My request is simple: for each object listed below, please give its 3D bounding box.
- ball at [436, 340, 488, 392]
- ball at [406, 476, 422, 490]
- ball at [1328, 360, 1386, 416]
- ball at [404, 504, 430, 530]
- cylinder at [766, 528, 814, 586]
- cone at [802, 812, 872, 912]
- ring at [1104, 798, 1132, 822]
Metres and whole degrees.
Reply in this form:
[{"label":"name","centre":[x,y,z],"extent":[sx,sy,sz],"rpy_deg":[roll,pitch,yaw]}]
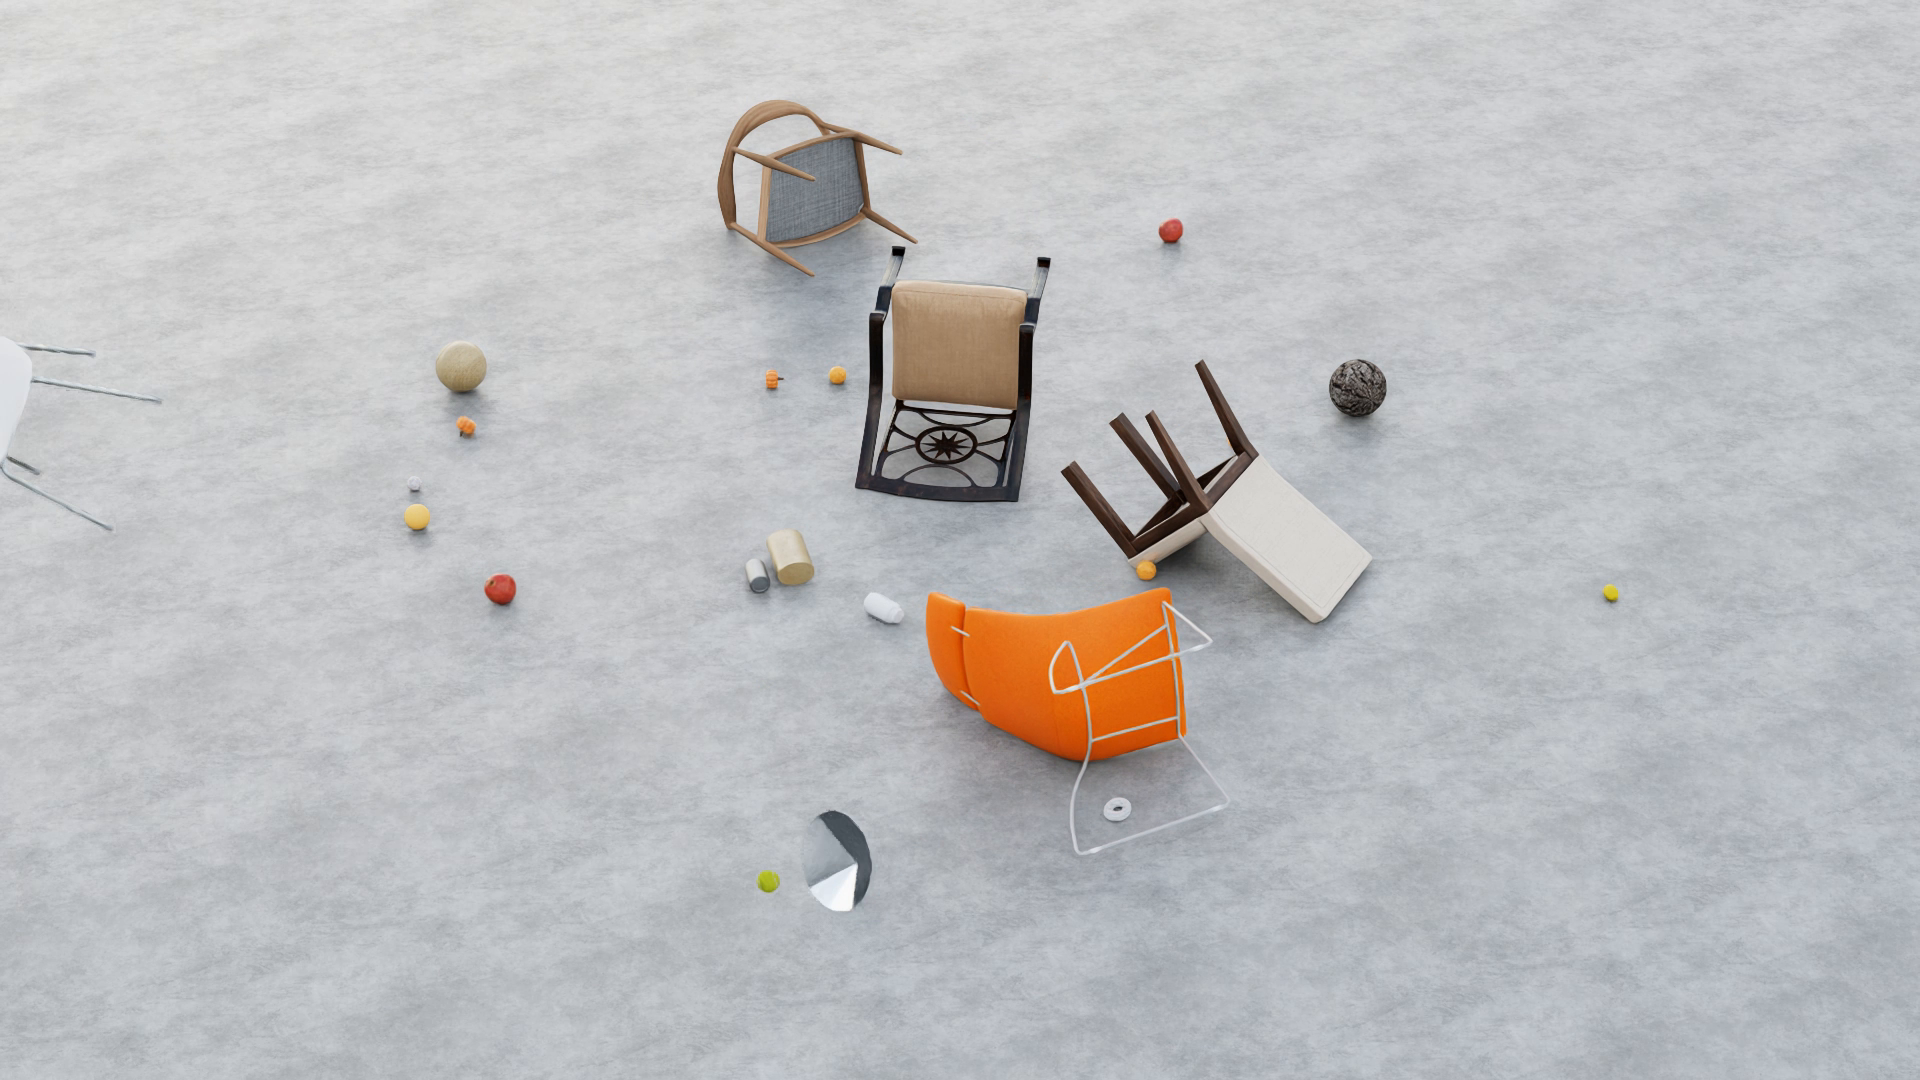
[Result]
[{"label":"ball","centre":[-2.011,-0.700,11.819],"extent":[0.208,0.208,0.208],"rpy_deg":[0,33,0]},{"label":"ball","centre":[-2.088,-0.217,11.222],"extent":[0.057,0.057,0.057],"rpy_deg":[0,33,0]},{"label":"ball","centre":[1.581,-0.604,11.653],"extent":[0.230,0.230,0.230],"rpy_deg":[0,33,0]},{"label":"ball","centre":[-2.034,-0.087,10.988],"extent":[0.097,0.097,0.097],"rpy_deg":[0,33,0]},{"label":"cylinder","centre":[-0.624,0.061,10.764],"extent":[0.139,0.096,0.230],"rpy_deg":[-11,36,-9]},{"label":"cone","centre":[-0.335,1.023,9.286],"extent":[0.202,0.257,0.325],"rpy_deg":[16,48,-56]},{"label":"ring","centre":[0.515,0.880,9.583],"extent":[0.089,0.029,0.116],"rpy_deg":[12,34,19]}]
